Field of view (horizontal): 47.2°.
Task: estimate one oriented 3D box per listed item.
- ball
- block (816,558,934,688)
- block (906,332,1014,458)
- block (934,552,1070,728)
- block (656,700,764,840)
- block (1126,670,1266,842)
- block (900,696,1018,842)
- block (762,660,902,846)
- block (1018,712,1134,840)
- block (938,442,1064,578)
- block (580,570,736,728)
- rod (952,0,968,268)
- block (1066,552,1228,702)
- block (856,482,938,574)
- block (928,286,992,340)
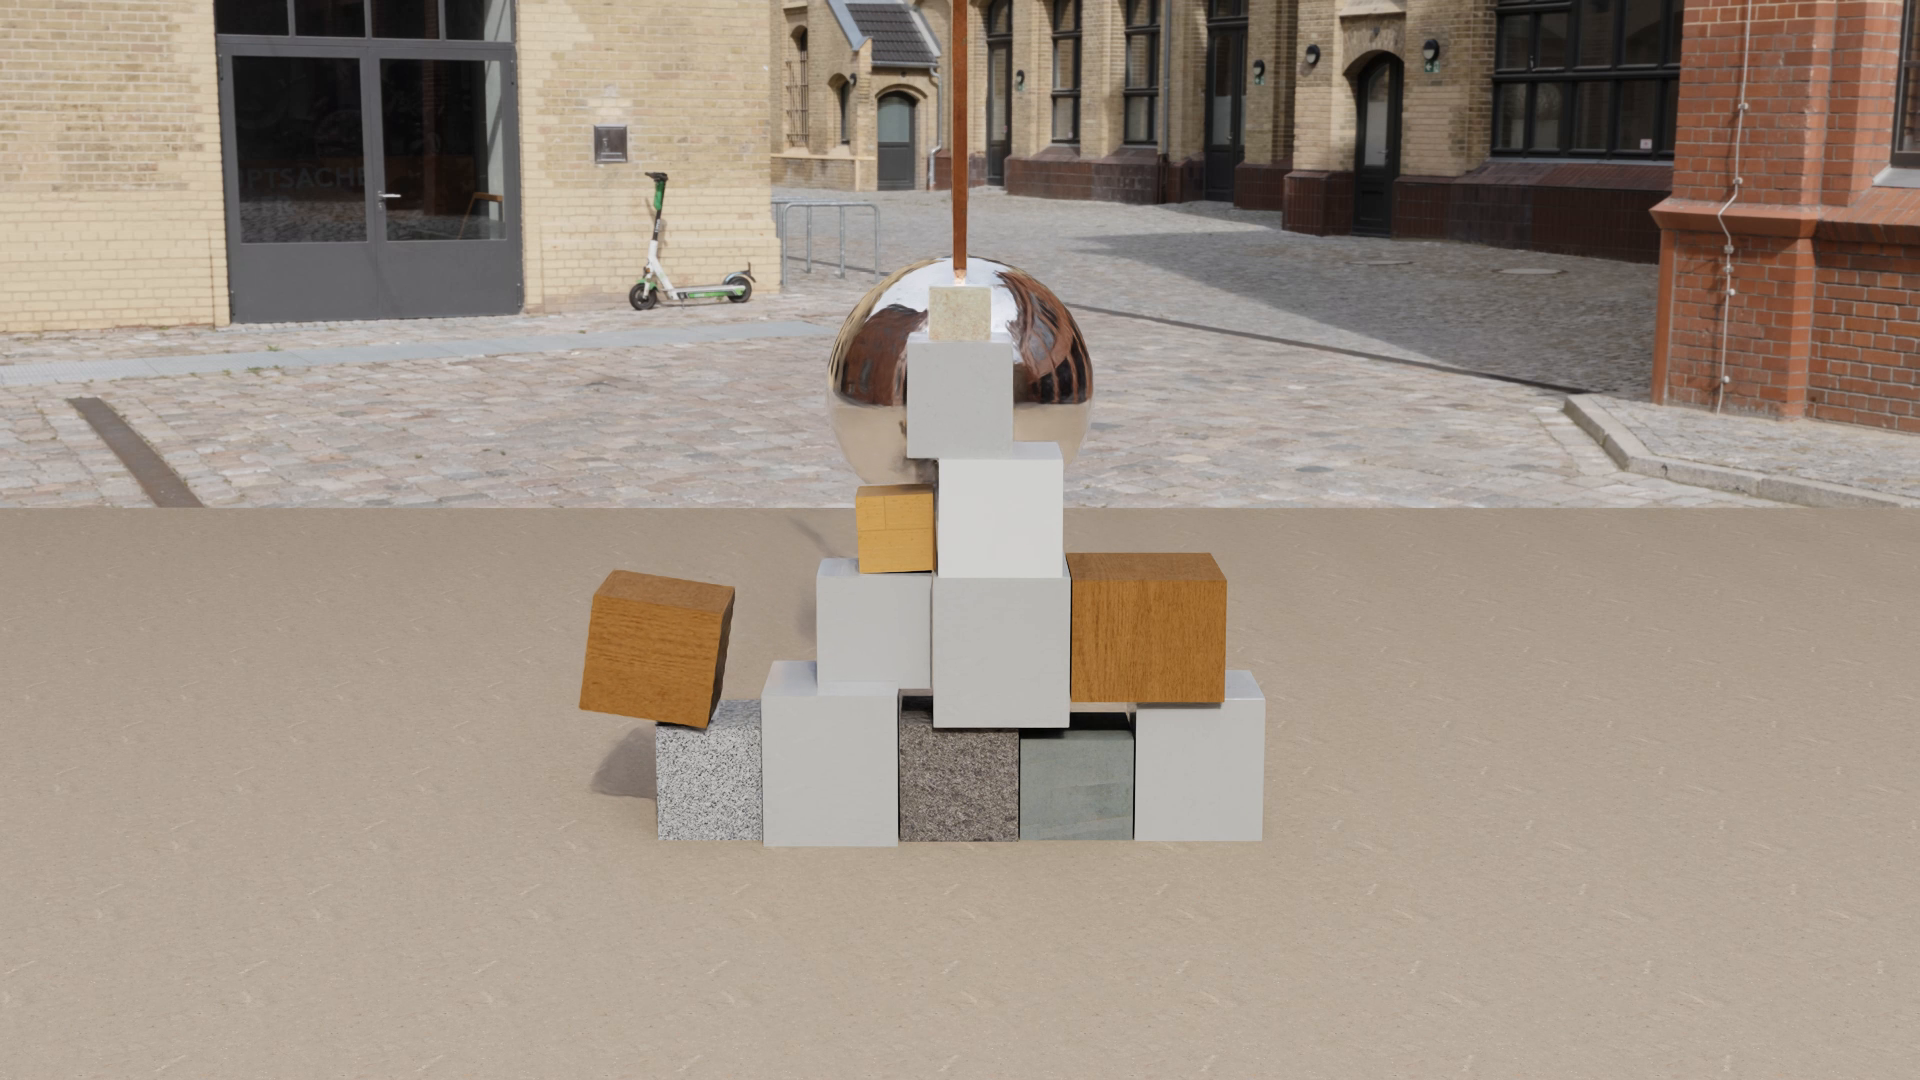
[{"bbox_3d":[0.000,-0.897,13.126,1.600,1.600,1.600,0,10,0],"label":"ball"},{"bbox_3d":[-0.430,0.421,11.270,0.576,0.575,0.505,0,10,0],"label":"block"},{"bbox_3d":[0.000,-0.736,11.064,0.517,0.568,0.606,0,10,0],"label":"block"},{"bbox_3d":[0.207,0.497,11.270,0.677,0.762,0.716,0,10,0],"label":"block"},{"bbox_3d":[-1.266,1.182,11.377,0.534,0.603,0.525,0,10,0],"label":"block"},{"bbox_3d":[1.210,1.108,11.396,0.647,0.742,0.613,0,10,0],"label":"block"},{"bbox_3d":[-0.004,1.176,11.381,0.597,0.614,0.579,0,10,0],"label":"block"},{"bbox_3d":[-0.651,1.092,11.371,0.677,0.783,0.741,0,10,0],"label":"block"},{"bbox_3d":[0.590,1.218,11.399,0.571,0.525,0.557,0,10,0],"label":"block"},{"bbox_3d":[0.199,-0.163,11.137,0.613,0.585,0.653,0,10,0],"label":"block"},{"bbox_3d":[-1.540,0.547,11.274,0.647,0.591,0.658,9,10,-2],"label":"block"},{"bbox_3d":[0.000,-3.826,11.398,0.080,5.200,0.080,0,31,0],"label":"rod"},{"bbox_3d":[0.937,0.438,11.274,0.763,0.619,0.742,0,10,0],"label":"block"},{"bbox_3d":[-0.319,-0.063,11.187,0.388,0.388,0.354,-3,10,1],"label":"block"},{"bbox_3d":[0.000,-1.135,10.985,0.307,0.245,0.269,0,10,0],"label":"block"}]
